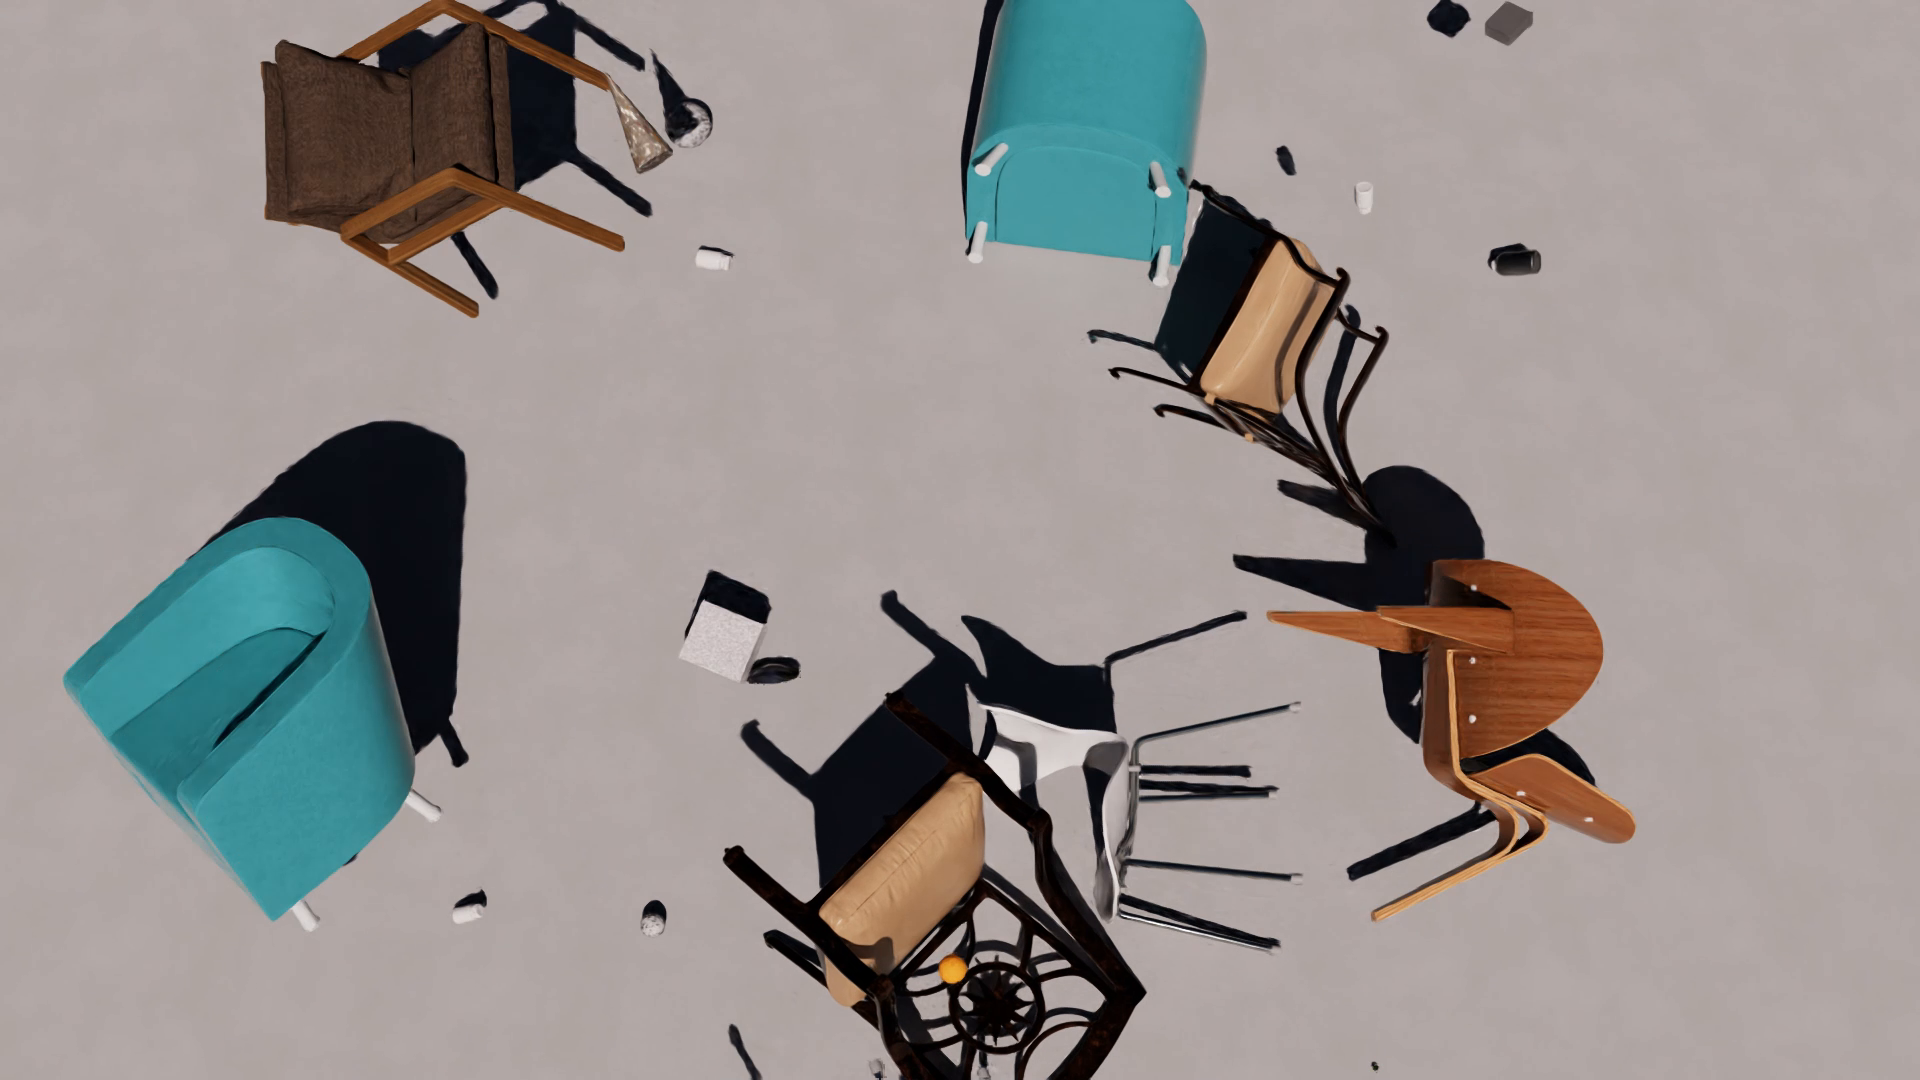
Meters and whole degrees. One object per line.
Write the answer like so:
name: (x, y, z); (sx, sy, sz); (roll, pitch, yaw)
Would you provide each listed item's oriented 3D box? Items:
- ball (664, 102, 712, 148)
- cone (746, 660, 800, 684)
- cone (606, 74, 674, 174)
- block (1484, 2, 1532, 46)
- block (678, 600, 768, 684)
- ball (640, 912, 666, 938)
ball: (-0.917, -1.400, 7.420); (0.155, 0.155, 0.155); (0, 56, 0)
cone: (-0.538, 0.366, 6.309); (0.173, 0.060, 0.075); (-5, 30, 10)
cone: (-0.945, -1.213, 6.297); (0.118, 0.195, 0.295); (-30, 95, -15)
block: (1.773, -1.669, 7.110); (0.099, 0.050, 0.121); (36, 71, 30)
block: (-0.668, 0.288, 6.228); (0.187, 0.093, 0.175); (22, 87, 7)
ball: (-0.817, 1.023, 5.848); (0.066, 0.066, 0.066); (0, 56, 0)
